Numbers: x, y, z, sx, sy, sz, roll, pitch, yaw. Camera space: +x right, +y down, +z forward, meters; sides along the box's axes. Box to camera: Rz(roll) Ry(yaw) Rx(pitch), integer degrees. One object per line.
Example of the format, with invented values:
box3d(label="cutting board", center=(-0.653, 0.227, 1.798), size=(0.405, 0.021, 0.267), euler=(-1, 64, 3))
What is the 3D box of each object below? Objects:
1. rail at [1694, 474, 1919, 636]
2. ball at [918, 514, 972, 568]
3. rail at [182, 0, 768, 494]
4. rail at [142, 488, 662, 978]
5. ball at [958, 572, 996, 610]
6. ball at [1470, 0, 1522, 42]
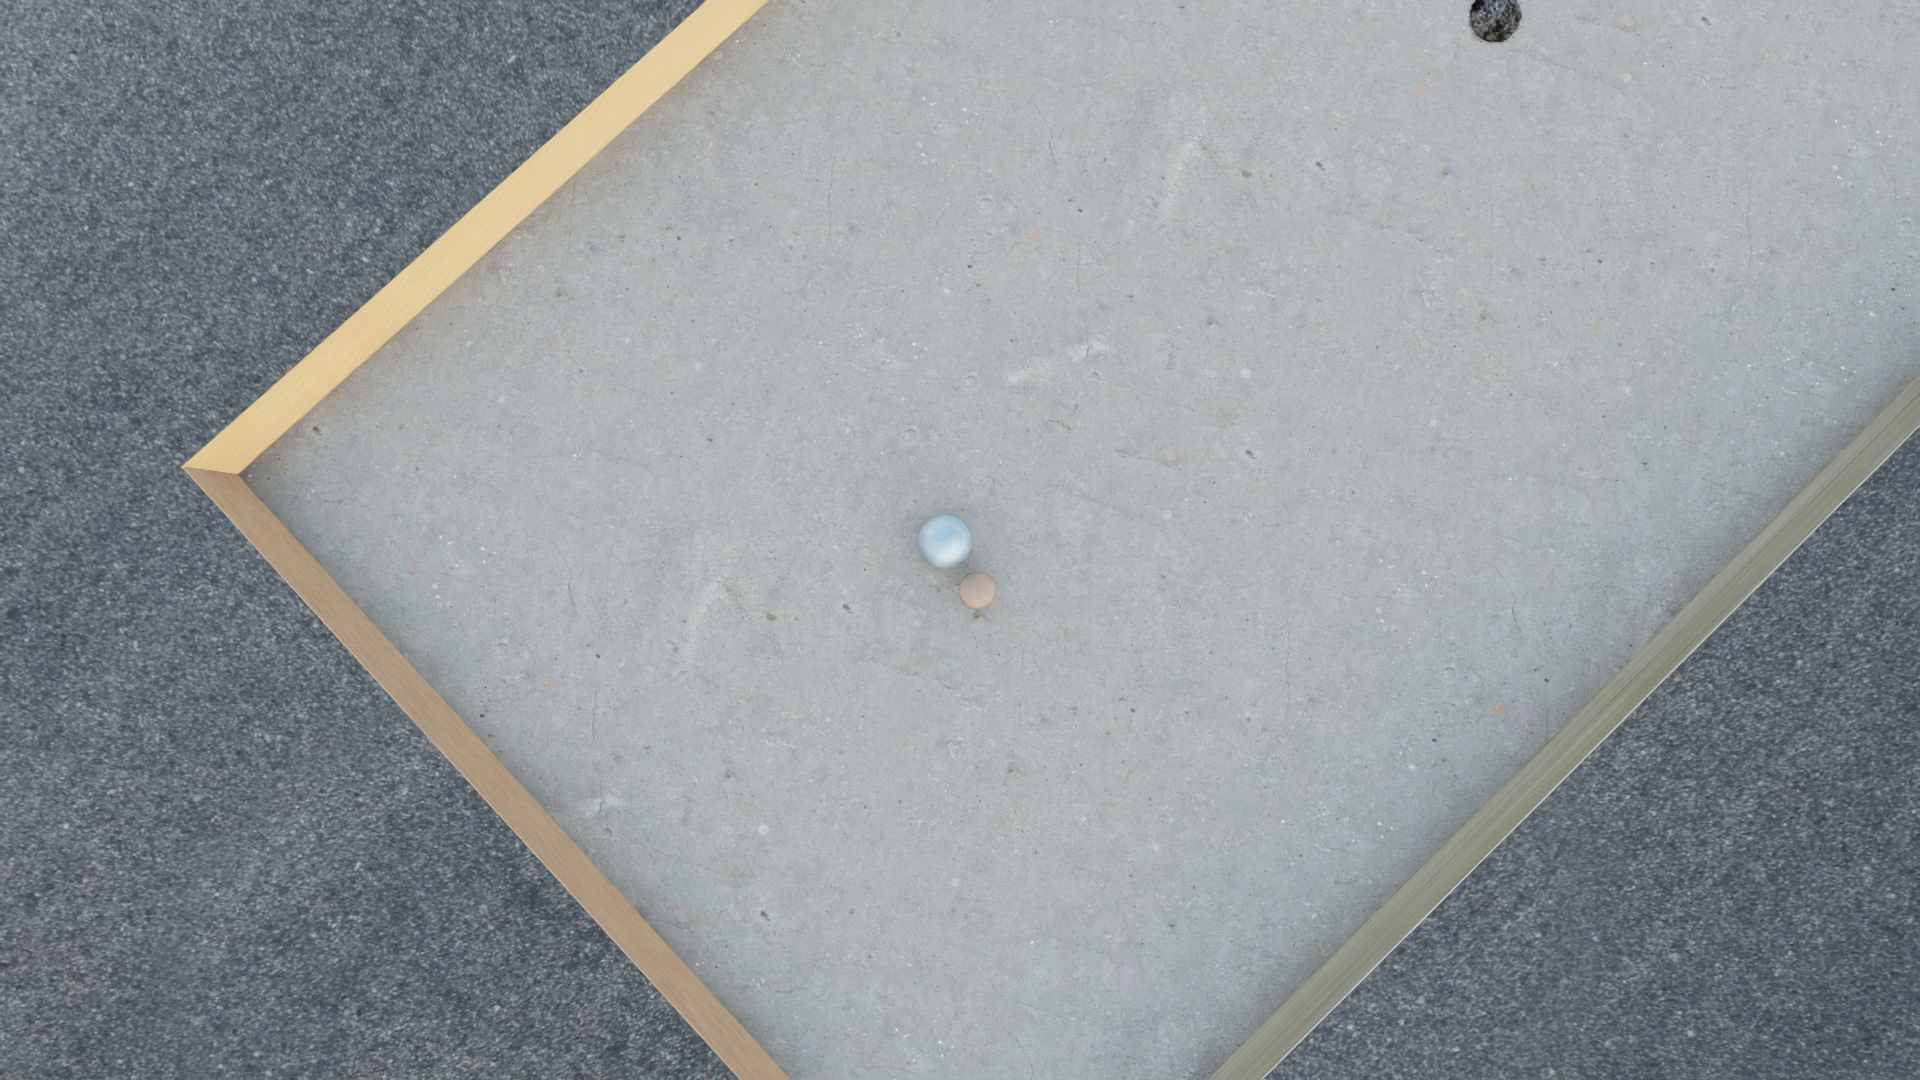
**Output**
box3d(label="rail", center=(1.123, 0.087, 3.240), size=(0.045, 3.037, 0.104), euler=(-43, 84, -6))
box3d(label="ball", center=(-0.023, 0.002, 3.267), size=(0.080, 0.080, 0.080), euler=(0, 81, 0))
box3d(label="rail", center=(-0.023, -1.116, 3.426), size=(3.037, 0.104, 0.045), euler=(-43, 84, -6))
box3d(label="rail", center=(-0.544, 0.508, 3.176), size=(0.045, 0.104, 1.712), euler=(-43, 127, -6))
box3d(label="ball", center=(0.026, 0.075, 3.268), size=(0.056, 0.056, 0.056), euler=(0, 81, 0))
box3d(label="ball", center=(0.826, -0.808, 3.393), size=(0.078, 0.078, 0.078), euler=(0, 81, 0))
